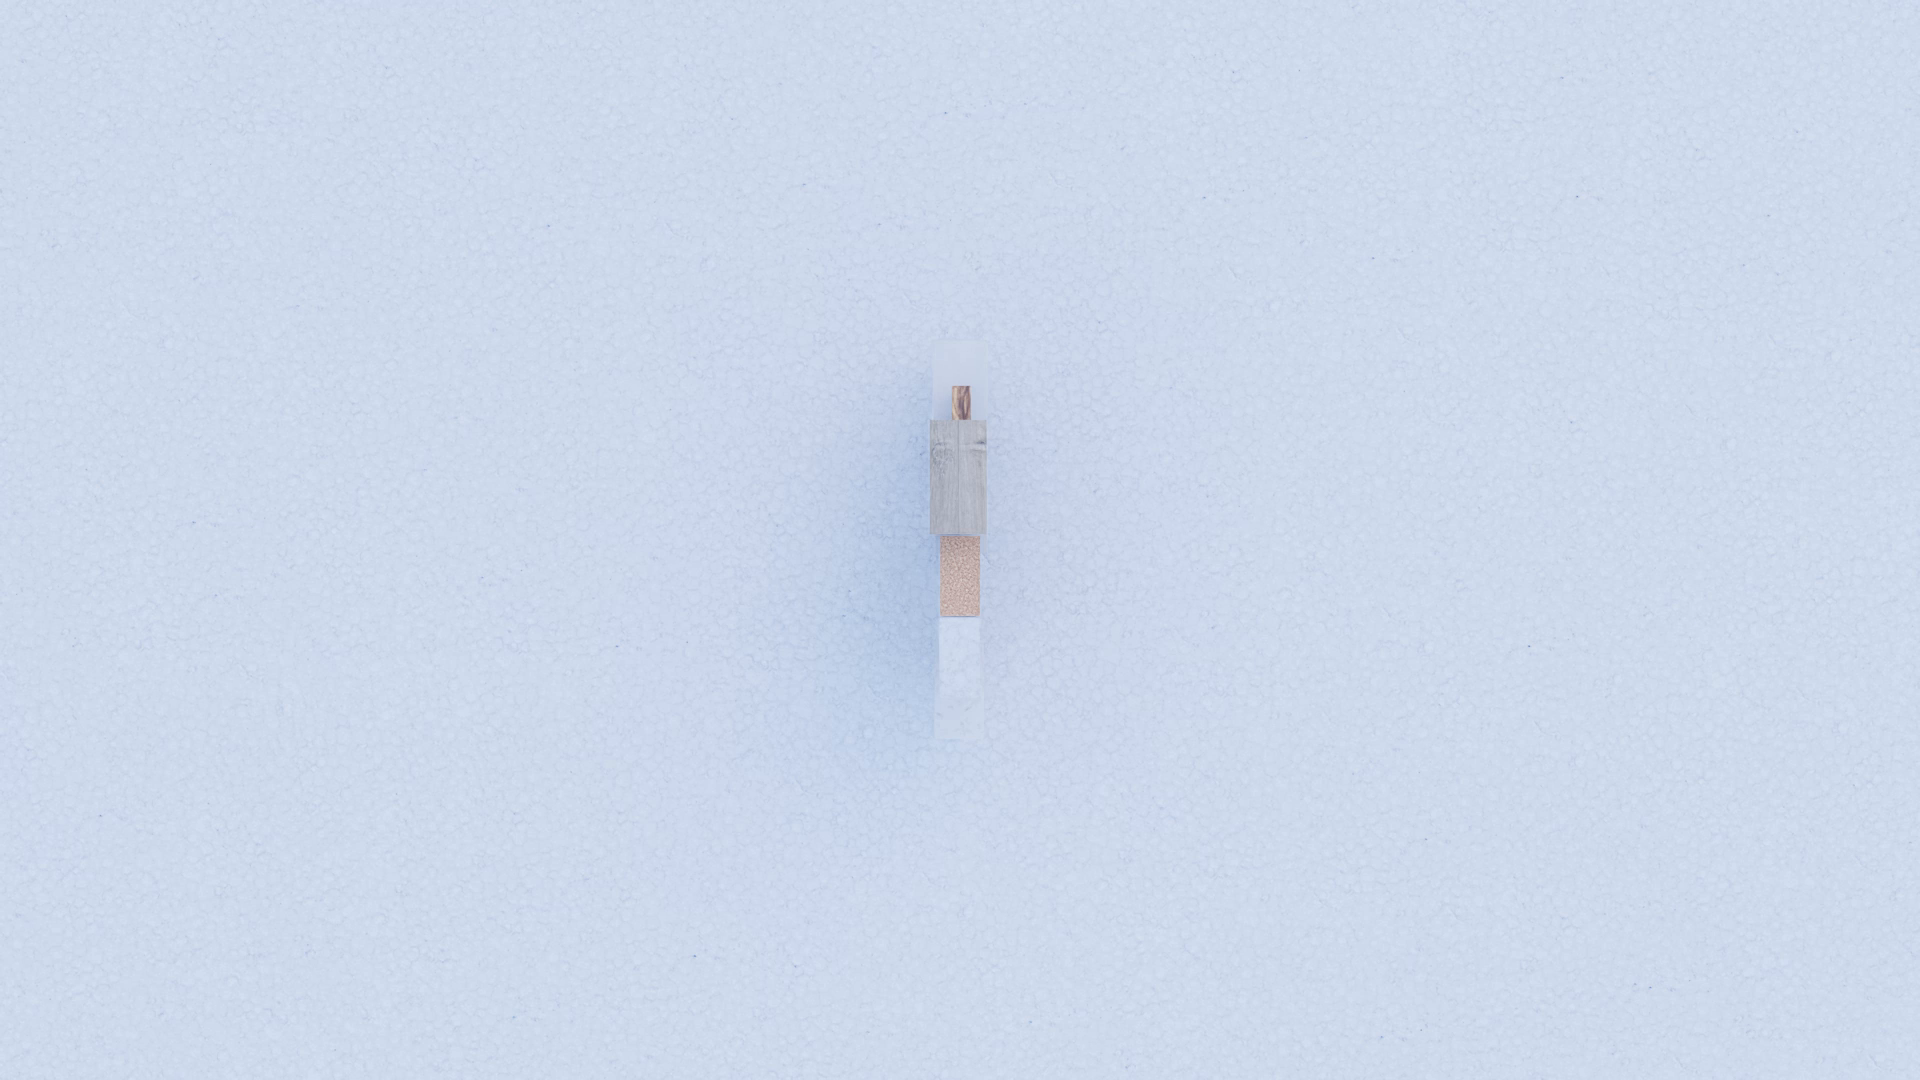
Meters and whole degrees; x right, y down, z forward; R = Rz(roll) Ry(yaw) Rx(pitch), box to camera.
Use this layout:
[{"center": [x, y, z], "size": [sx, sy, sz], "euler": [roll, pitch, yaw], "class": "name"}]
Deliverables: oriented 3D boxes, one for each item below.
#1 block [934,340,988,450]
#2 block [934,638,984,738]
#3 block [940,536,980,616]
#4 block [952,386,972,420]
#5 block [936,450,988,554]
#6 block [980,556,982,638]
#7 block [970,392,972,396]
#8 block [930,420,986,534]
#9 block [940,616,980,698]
[{"center": [0.001, -0.452, 5.141], "size": [0.168, 0.048, 0.336], "euler": [0, 90, 0], "class": "block"}, {"center": [-0.003, 0.466, 5.169], "size": [0.154, 0.044, 0.309], "euler": [0, 90, 0], "class": "block"}, {"center": [0.000, 0.105, 4.881], "size": [0.117, 0.033, 0.235], "euler": [0, 90, 0], "class": "block"}, {"center": [0.004, -0.409, 4.992], "size": [0.058, 0.016, 0.116], "euler": [0, 90, 0], "class": "block"}, {"center": [0.004, -0.118, 5.155], "size": [0.161, 0.046, 0.322], "euler": [0, 90, 0], "class": "block"}, {"center": [0.003, 0.177, 5.223], "size": [0.129, 0.037, 0.258], "euler": [0, 90, 0], "class": "block"}, {"center": [0.004, -0.447, 5.059], "size": [0.058, 0.116, 0.016], "euler": [0, 90, 0], "class": "block"}, {"center": [-0.005, -0.181, 4.765], "size": [0.164, 0.047, 0.329], "euler": [0, 90, 0], "class": "block"}, {"center": [-0.002, 0.347, 4.892], "size": [0.119, 0.034, 0.239], "euler": [0, 90, 0], "class": "block"}]
